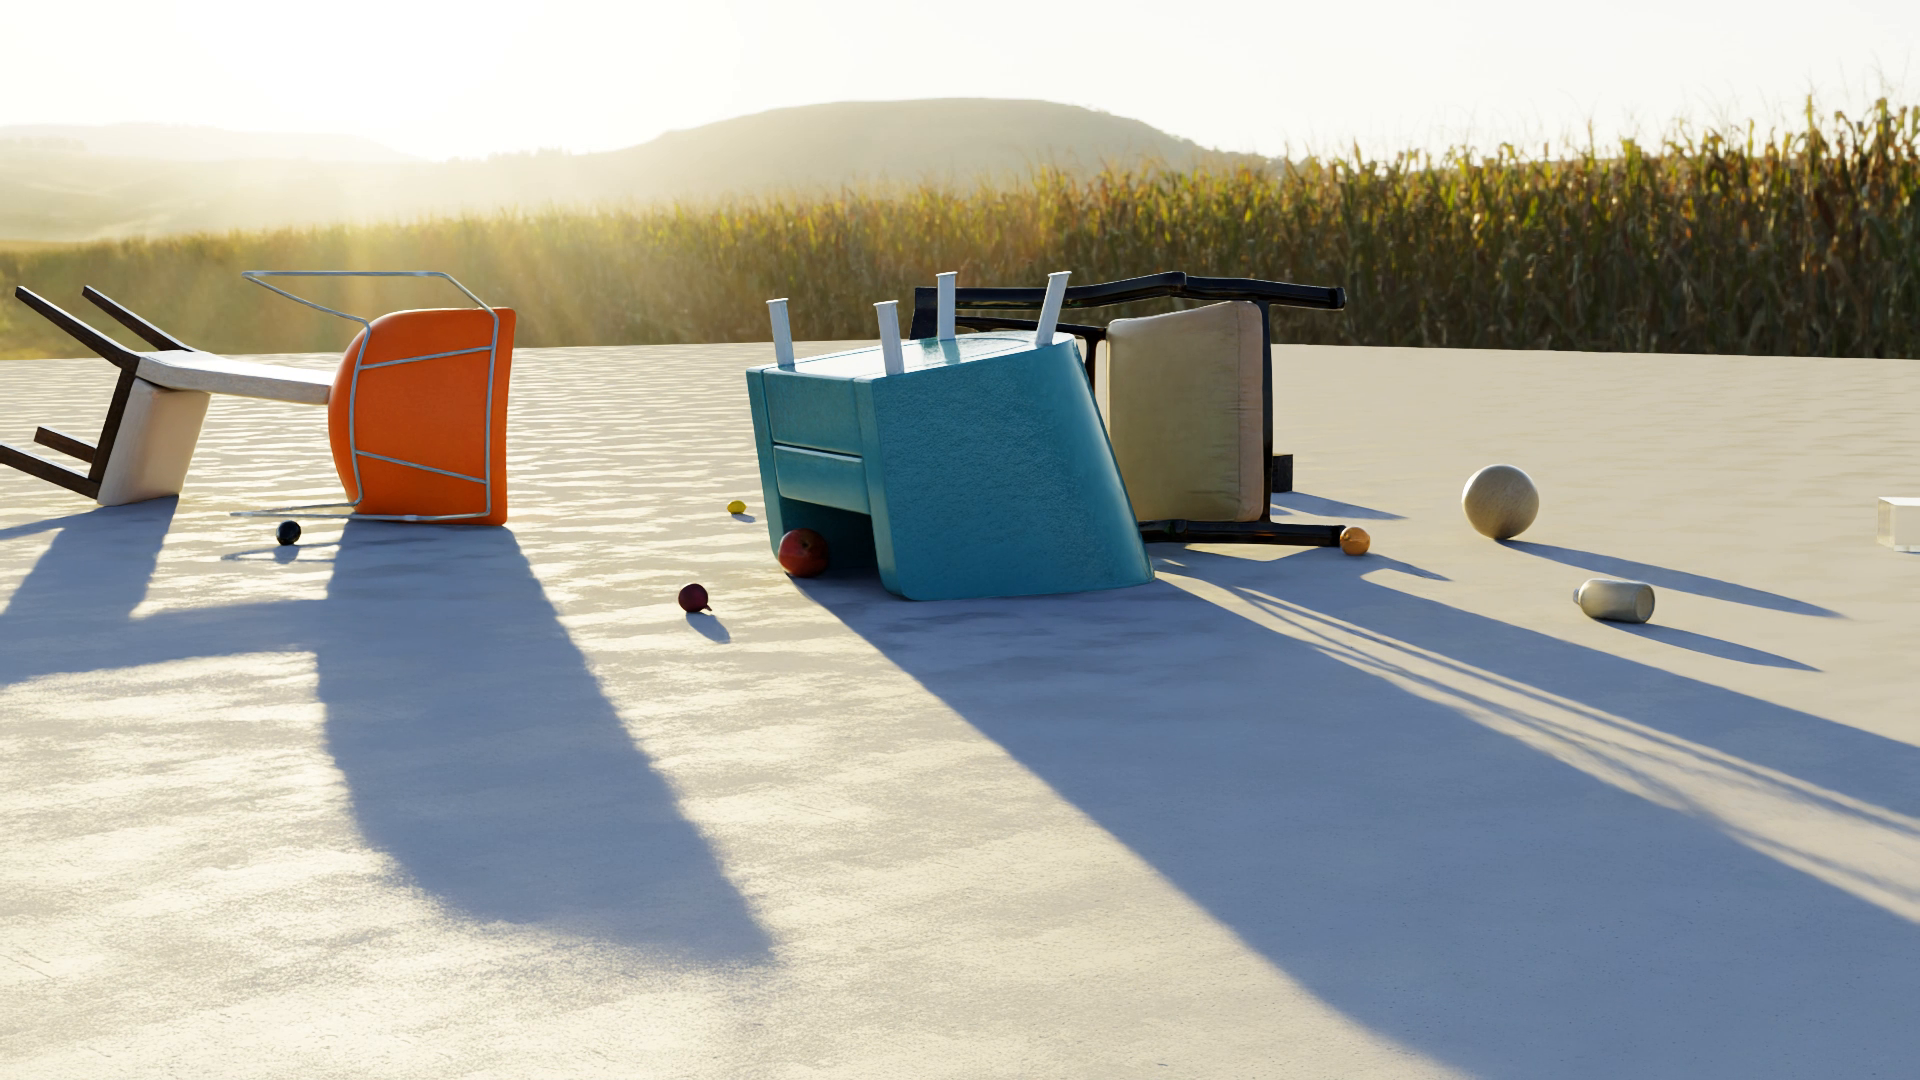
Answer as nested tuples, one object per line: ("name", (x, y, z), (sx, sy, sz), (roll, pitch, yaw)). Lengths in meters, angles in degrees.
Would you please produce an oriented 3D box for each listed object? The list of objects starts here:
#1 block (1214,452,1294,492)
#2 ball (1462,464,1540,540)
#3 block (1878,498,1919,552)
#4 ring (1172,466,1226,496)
("block", (0.904, -0.210, 7.896), (0.218, 0.113, 0.100), (4, 7, 34))
("ball", (1.353, -0.096, 6.419), (0.189, 0.189, 0.189), (0, 6, 0))
("block", (2.349, -0.038, 6.242), (0.182, 0.111, 0.217), (1, 6, 9))
("ring", (0.721, -0.179, 7.753), (0.140, 0.082, 0.199), (-2, 7, -33))
